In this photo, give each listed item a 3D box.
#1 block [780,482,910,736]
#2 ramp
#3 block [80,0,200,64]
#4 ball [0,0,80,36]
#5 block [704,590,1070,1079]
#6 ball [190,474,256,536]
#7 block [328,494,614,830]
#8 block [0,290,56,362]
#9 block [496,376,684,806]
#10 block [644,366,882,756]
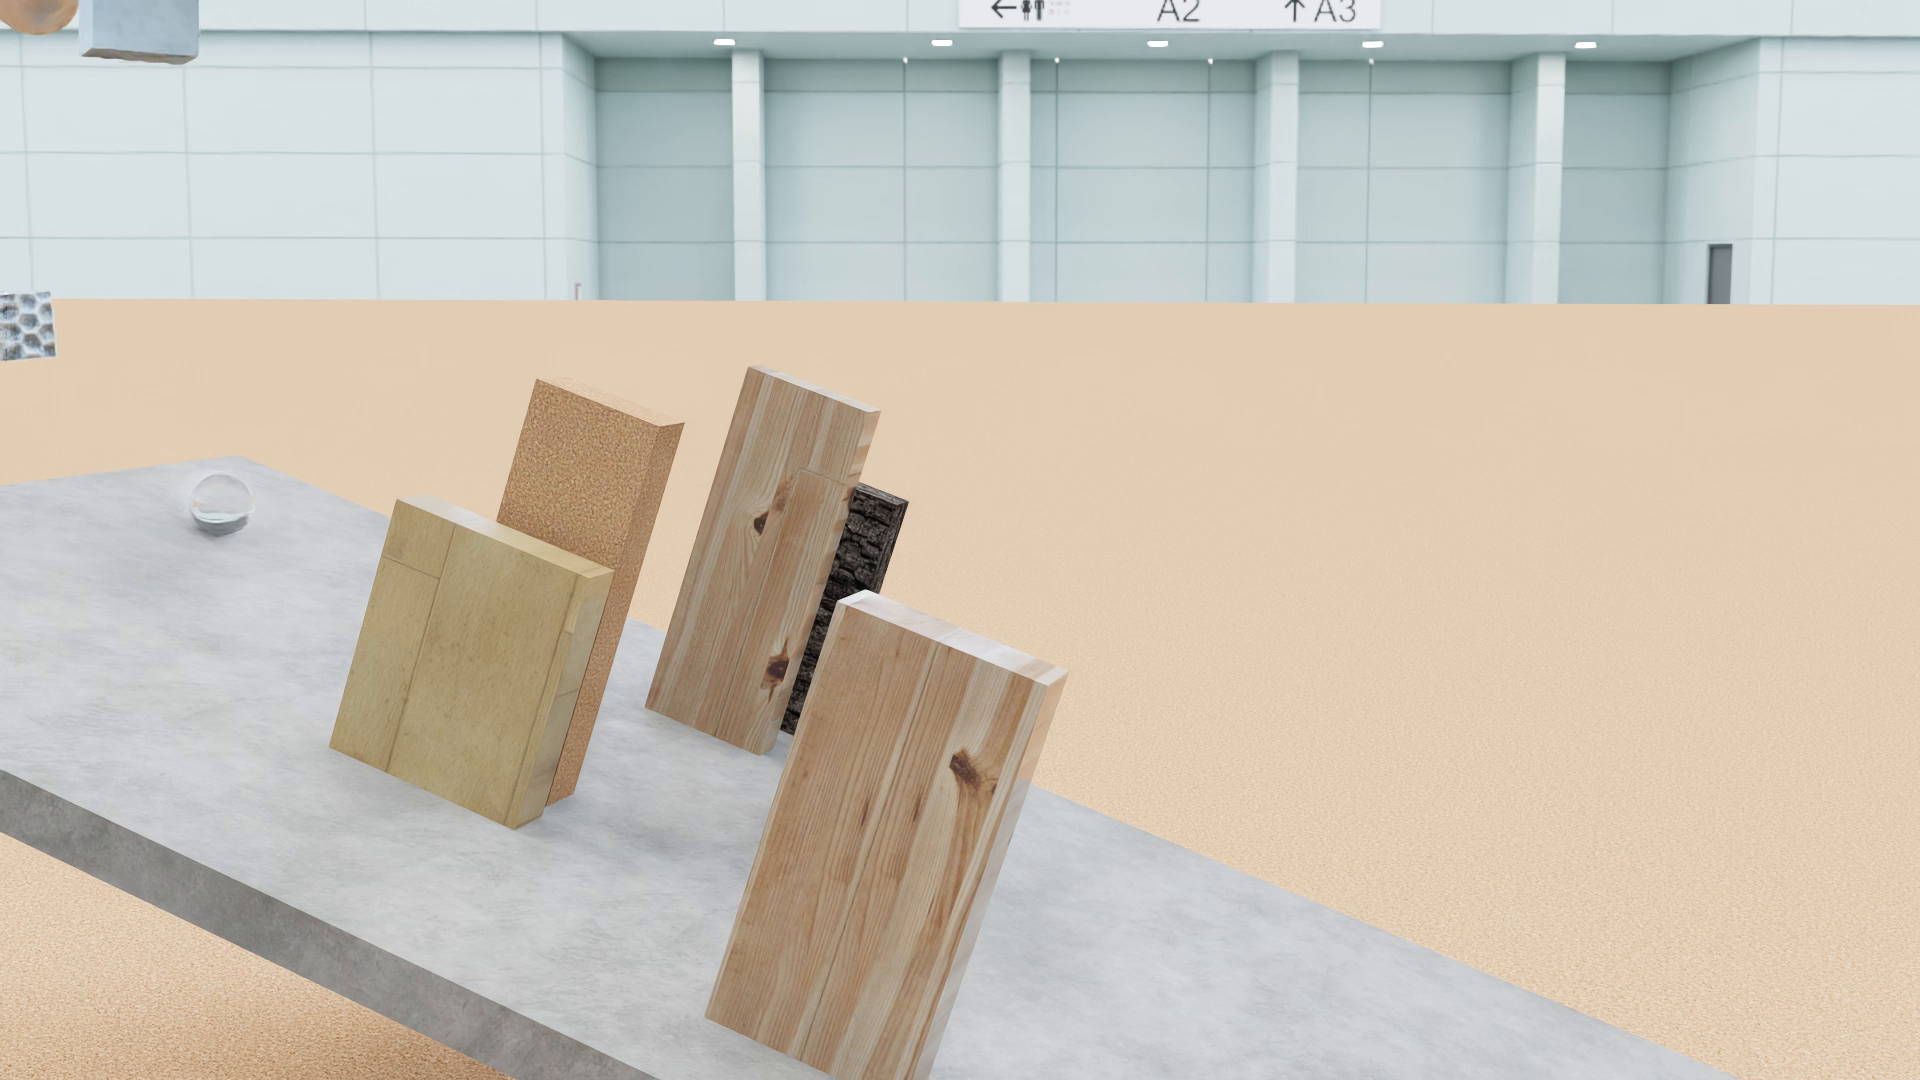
[{"bbox_3d":[-0.338,0.137,4.893,0.277,0.575,0.086,21,12,14],"label":"block"},{"bbox_3d":[-0.347,0.647,4.220,4.000,0.100,2.000,21,12,14],"label":"ramp"},{"bbox_3d":[-1.606,-1.044,4.300,0.195,0.195,0.195,-1,7,-28],"label":"block"},{"bbox_3d":[-2.021,-1.197,4.800,0.187,0.187,0.187,0,7,0],"label":"ball"},{"bbox_3d":[-0.118,0.473,3.393,0.346,0.706,0.128,21,12,14],"label":"block"},{"bbox_3d":[-1.661,-0.080,4.951,0.140,0.140,0.140,0,7,0],"label":"ball"},{"bbox_3d":[-0.880,0.216,3.951,0.395,0.485,0.101,21,12,14],"label":"block"},{"bbox_3d":[-1.903,-0.427,4.382,0.130,0.130,0.130,5,11,35],"label":"block"},{"bbox_3d":[-0.747,0.094,4.059,0.254,0.747,0.111,21,12,14],"label":"block"},{"bbox_3d":[-0.424,0.045,4.685,0.282,0.780,0.083,21,12,14],"label":"block"}]
